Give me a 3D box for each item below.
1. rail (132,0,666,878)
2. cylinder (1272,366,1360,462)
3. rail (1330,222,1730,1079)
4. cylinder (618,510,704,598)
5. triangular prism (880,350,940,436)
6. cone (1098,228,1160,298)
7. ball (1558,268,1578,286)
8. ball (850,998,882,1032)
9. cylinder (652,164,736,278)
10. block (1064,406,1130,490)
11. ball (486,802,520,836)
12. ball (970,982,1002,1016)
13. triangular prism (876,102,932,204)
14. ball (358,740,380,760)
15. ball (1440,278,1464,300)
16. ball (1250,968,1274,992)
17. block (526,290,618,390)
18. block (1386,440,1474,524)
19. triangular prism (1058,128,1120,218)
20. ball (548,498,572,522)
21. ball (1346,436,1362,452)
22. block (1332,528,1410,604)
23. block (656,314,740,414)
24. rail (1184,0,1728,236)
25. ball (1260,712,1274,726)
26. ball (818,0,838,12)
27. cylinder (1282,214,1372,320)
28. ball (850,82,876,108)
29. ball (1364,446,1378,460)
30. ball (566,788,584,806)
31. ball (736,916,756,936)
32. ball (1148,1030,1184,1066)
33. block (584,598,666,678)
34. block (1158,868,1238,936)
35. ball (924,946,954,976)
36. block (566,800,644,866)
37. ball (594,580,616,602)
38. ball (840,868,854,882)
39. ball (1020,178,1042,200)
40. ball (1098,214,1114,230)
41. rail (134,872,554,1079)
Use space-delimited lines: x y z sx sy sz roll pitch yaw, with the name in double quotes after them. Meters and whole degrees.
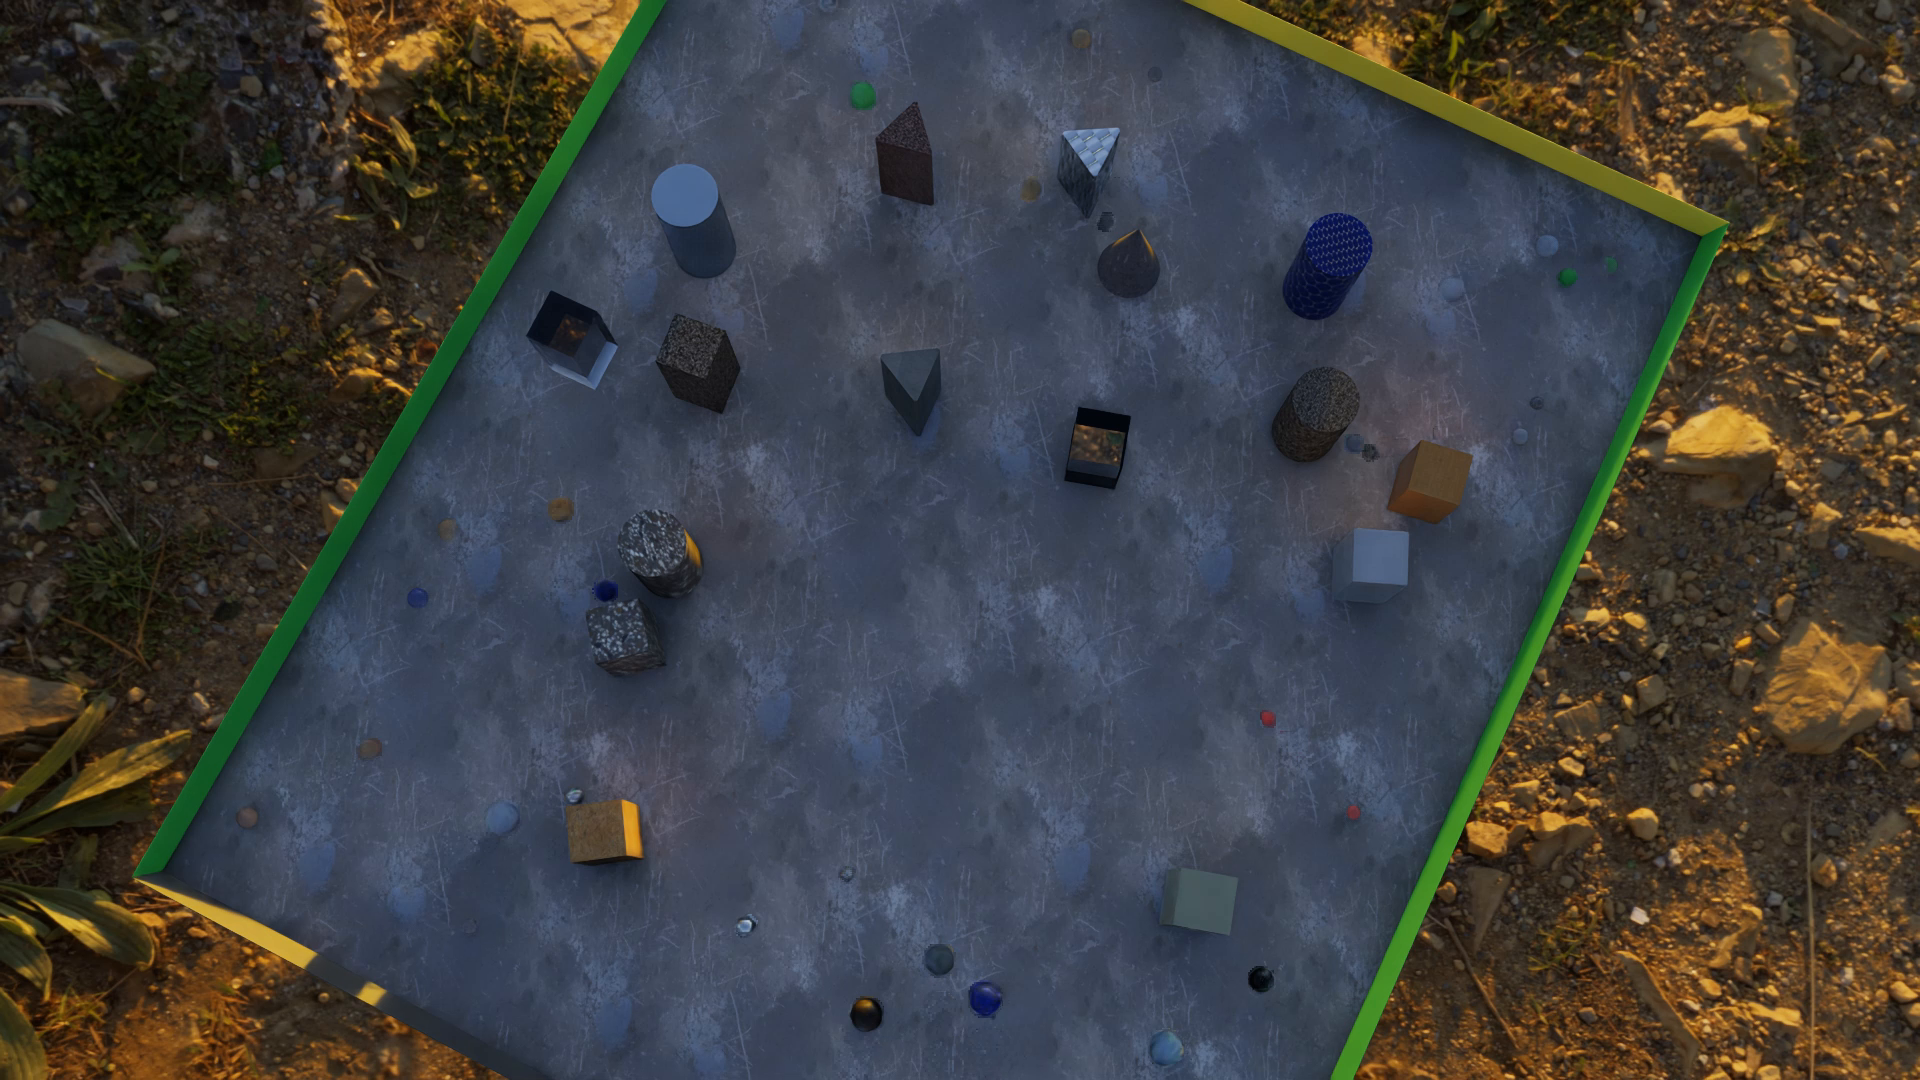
-1.491 -0.723 5.700 0.045 0.128 3.929 26 80 5 "rail"
1.066 -0.373 5.509 0.197 0.361 0.197 0 78 0 "cylinder"
1.491 0.737 5.398 0.045 0.128 3.929 26 80 5 "rail"
-0.882 0.045 5.424 0.197 0.360 0.197 0 78 0 "cylinder"
-0.120 -0.471 5.511 0.148 0.397 0.171 -36 81 -7 "triangular prism"
0.533 -0.894 5.626 0.197 0.344 0.197 0 78 0 "cone"
1.911 -0.826 5.759 0.055 0.055 0.055 0 78 0 "ball"
-0.269 1.370 5.285 0.093 0.093 0.093 0 78 0 "ball"
-0.807 -0.967 5.591 0.197 0.442 0.197 0 78 0 "cylinder"
0.413 -0.274 5.527 0.158 0.288 0.158 10 78 2 "block"
-1.347 0.821 5.397 0.098 0.098 0.098 0 78 0 "ball"
0.073 1.326 5.294 0.093 0.093 0.093 0 78 0 "ball"
-0.151 -1.200 5.660 0.171 0.402 0.148 14 79 3 "triangular prism"
-1.758 0.624 5.456 0.062 0.062 0.062 0 78 0 "ball"
1.543 -0.789 5.744 0.071 0.071 0.071 0 78 0 "ball"
0.875 1.277 5.317 0.070 0.070 0.070 0 78 0 "ball"
-1.175 -0.604 5.573 0.158 0.331 0.158 25 79 5 "block"
1.411 -0.171 5.514 0.158 0.271 0.158 18 79 4 "block"
0.420 -1.166 5.685 0.148 0.338 0.171 -33 80 -6 "triangular prism"
-1.223 -0.093 5.599 0.074 0.074 0.074 0 78 0 "ball"
1.214 -0.297 5.652 0.051 0.051 0.051 0 78 0 "ball"
1.215 0.079 5.443 0.158 0.308 0.158 5 78 1 "block"
-0.787 -0.529 5.534 0.158 0.376 0.158 20 79 4 "block"
0.868 -1.693 5.901 3.382 0.128 0.045 26 80 5 "rail"
0.921 0.536 5.485 0.041 0.041 0.041 0 78 0 "ball"
-0.427 -1.746 5.944 0.067 0.067 0.067 0 78 0 "ball"
1.115 -0.828 5.584 0.197 0.400 0.197 0 78 0 "cylinder"
-0.311 -1.425 5.868 0.084 0.084 0.084 0 78 0 "ball"
1.266 -0.270 5.651 0.042 0.042 0.042 0 78 0 "ball"
-1.142 0.762 5.433 0.050 0.050 0.050 0 78 0 "ball"
-0.627 1.127 5.354 0.057 0.057 0.057 0 78 0 "ball"
0.592 1.461 5.264 0.099 0.099 0.099 0 78 0 "ball"
-0.982 0.290 5.397 0.158 0.312 0.158 -14 79 -3 "block"
0.675 1.030 5.216 0.158 0.366 0.158 10 78 2 "block"
-0.059 1.220 5.320 0.087 0.087 0.087 0 78 0 "ball"
-1.022 0.847 5.291 0.158 0.294 0.158 -7 78 -2 "block"
-1.075 0.154 5.552 0.064 0.064 0.064 0 78 0 "ball"
-0.332 0.984 5.392 0.041 0.041 0.041 0 78 0 "ball"
0.226 -1.114 5.813 0.067 0.067 0.067 0 78 0 "ball"
0.463 -1.007 5.800 0.048 0.048 0.048 0 78 0 "ball"
-0.868 1.707 5.197 3.382 0.128 0.045 26 80 5 "rail"
